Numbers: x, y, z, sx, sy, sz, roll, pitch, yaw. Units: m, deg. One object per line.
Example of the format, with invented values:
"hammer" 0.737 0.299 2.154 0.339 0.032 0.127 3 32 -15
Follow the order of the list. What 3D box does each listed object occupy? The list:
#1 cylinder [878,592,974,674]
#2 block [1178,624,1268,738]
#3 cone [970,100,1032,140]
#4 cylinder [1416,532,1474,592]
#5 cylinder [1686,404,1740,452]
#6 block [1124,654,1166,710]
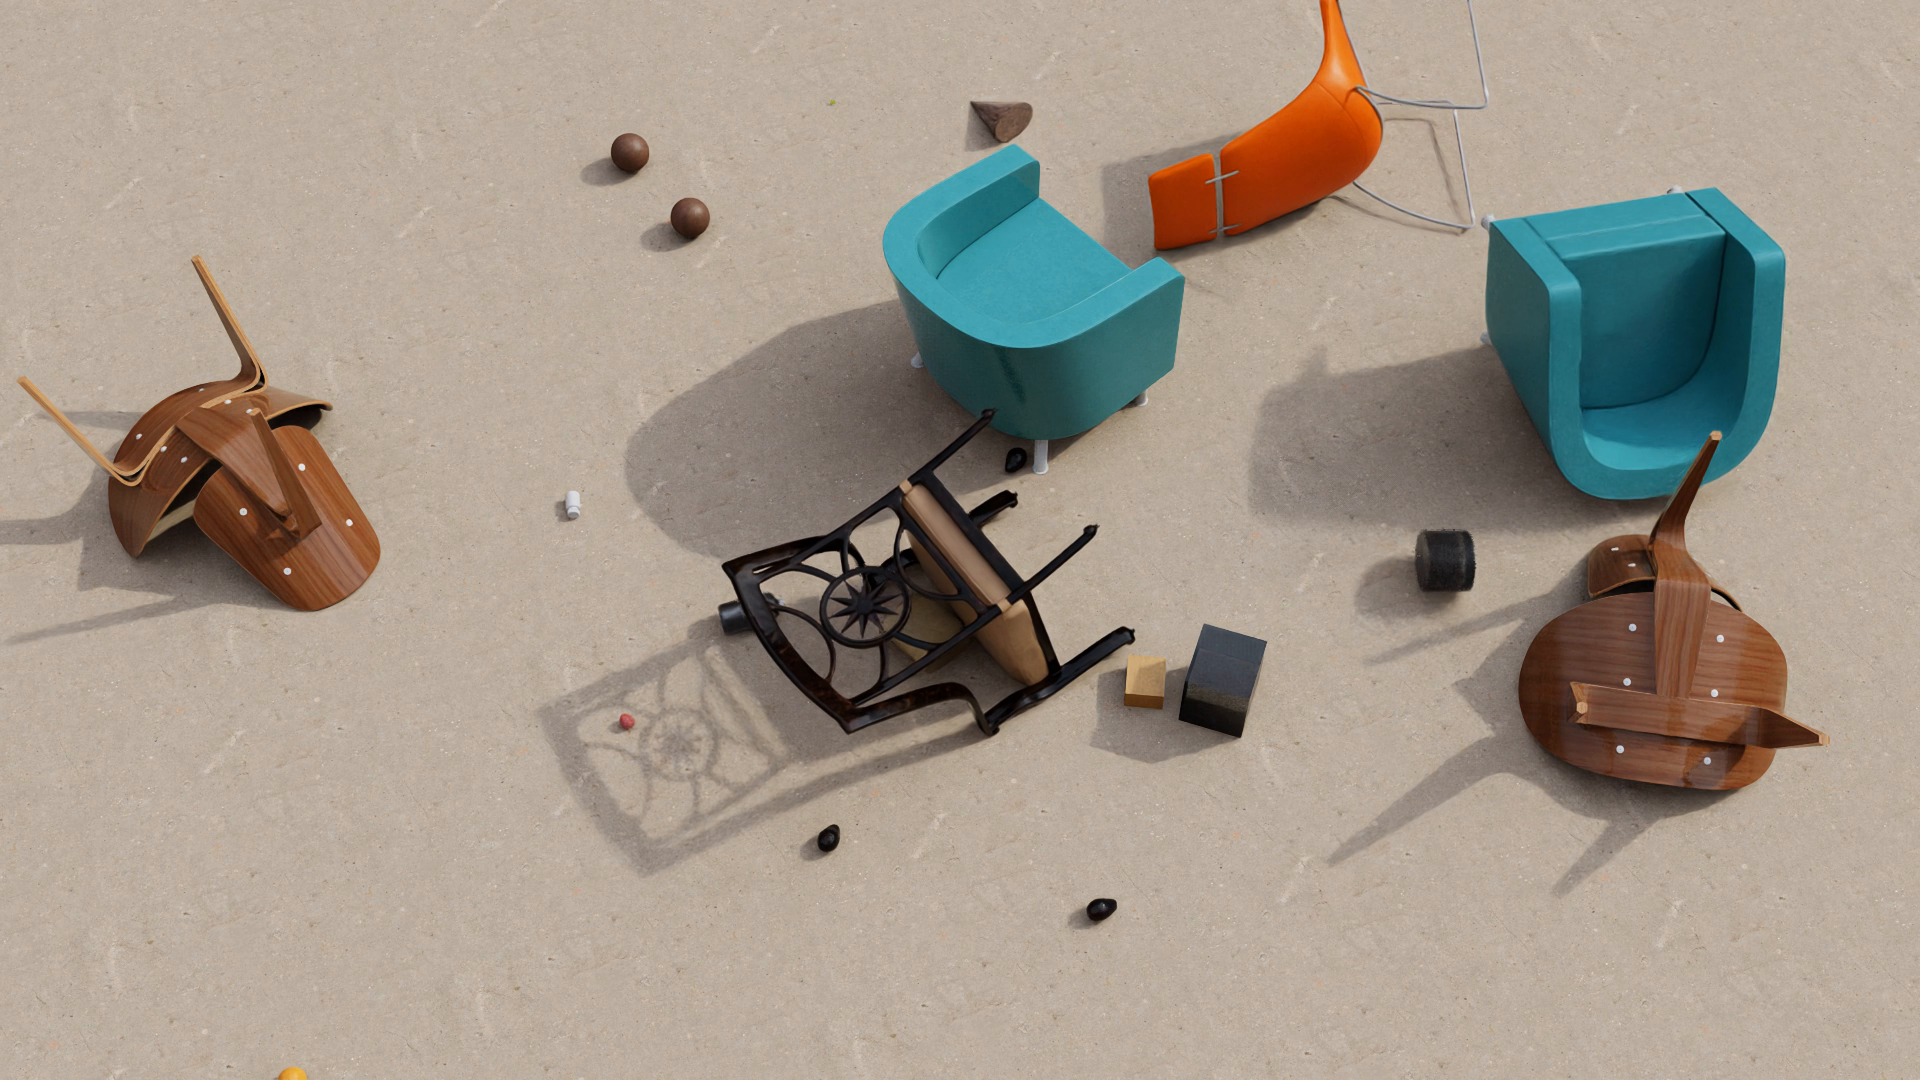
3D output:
"cylinder" -0.098 0.265 6.330 0.193 0.107 0.194 40 56 23
"block" 0.737 0.396 6.176 0.183 0.219 0.197 16 58 10
"cone" 0.109 -1.467 7.524 0.176 0.119 0.224 -38 49 -24
"cylinder" 1.417 0.064 6.427 0.131 0.170 0.194 0 31 0
"cylinder" 2.311 -0.343 6.753 0.149 0.075 0.126 -7 57 0
"block" 0.527 0.404 6.260 0.109 0.071 0.129 5 56 3
